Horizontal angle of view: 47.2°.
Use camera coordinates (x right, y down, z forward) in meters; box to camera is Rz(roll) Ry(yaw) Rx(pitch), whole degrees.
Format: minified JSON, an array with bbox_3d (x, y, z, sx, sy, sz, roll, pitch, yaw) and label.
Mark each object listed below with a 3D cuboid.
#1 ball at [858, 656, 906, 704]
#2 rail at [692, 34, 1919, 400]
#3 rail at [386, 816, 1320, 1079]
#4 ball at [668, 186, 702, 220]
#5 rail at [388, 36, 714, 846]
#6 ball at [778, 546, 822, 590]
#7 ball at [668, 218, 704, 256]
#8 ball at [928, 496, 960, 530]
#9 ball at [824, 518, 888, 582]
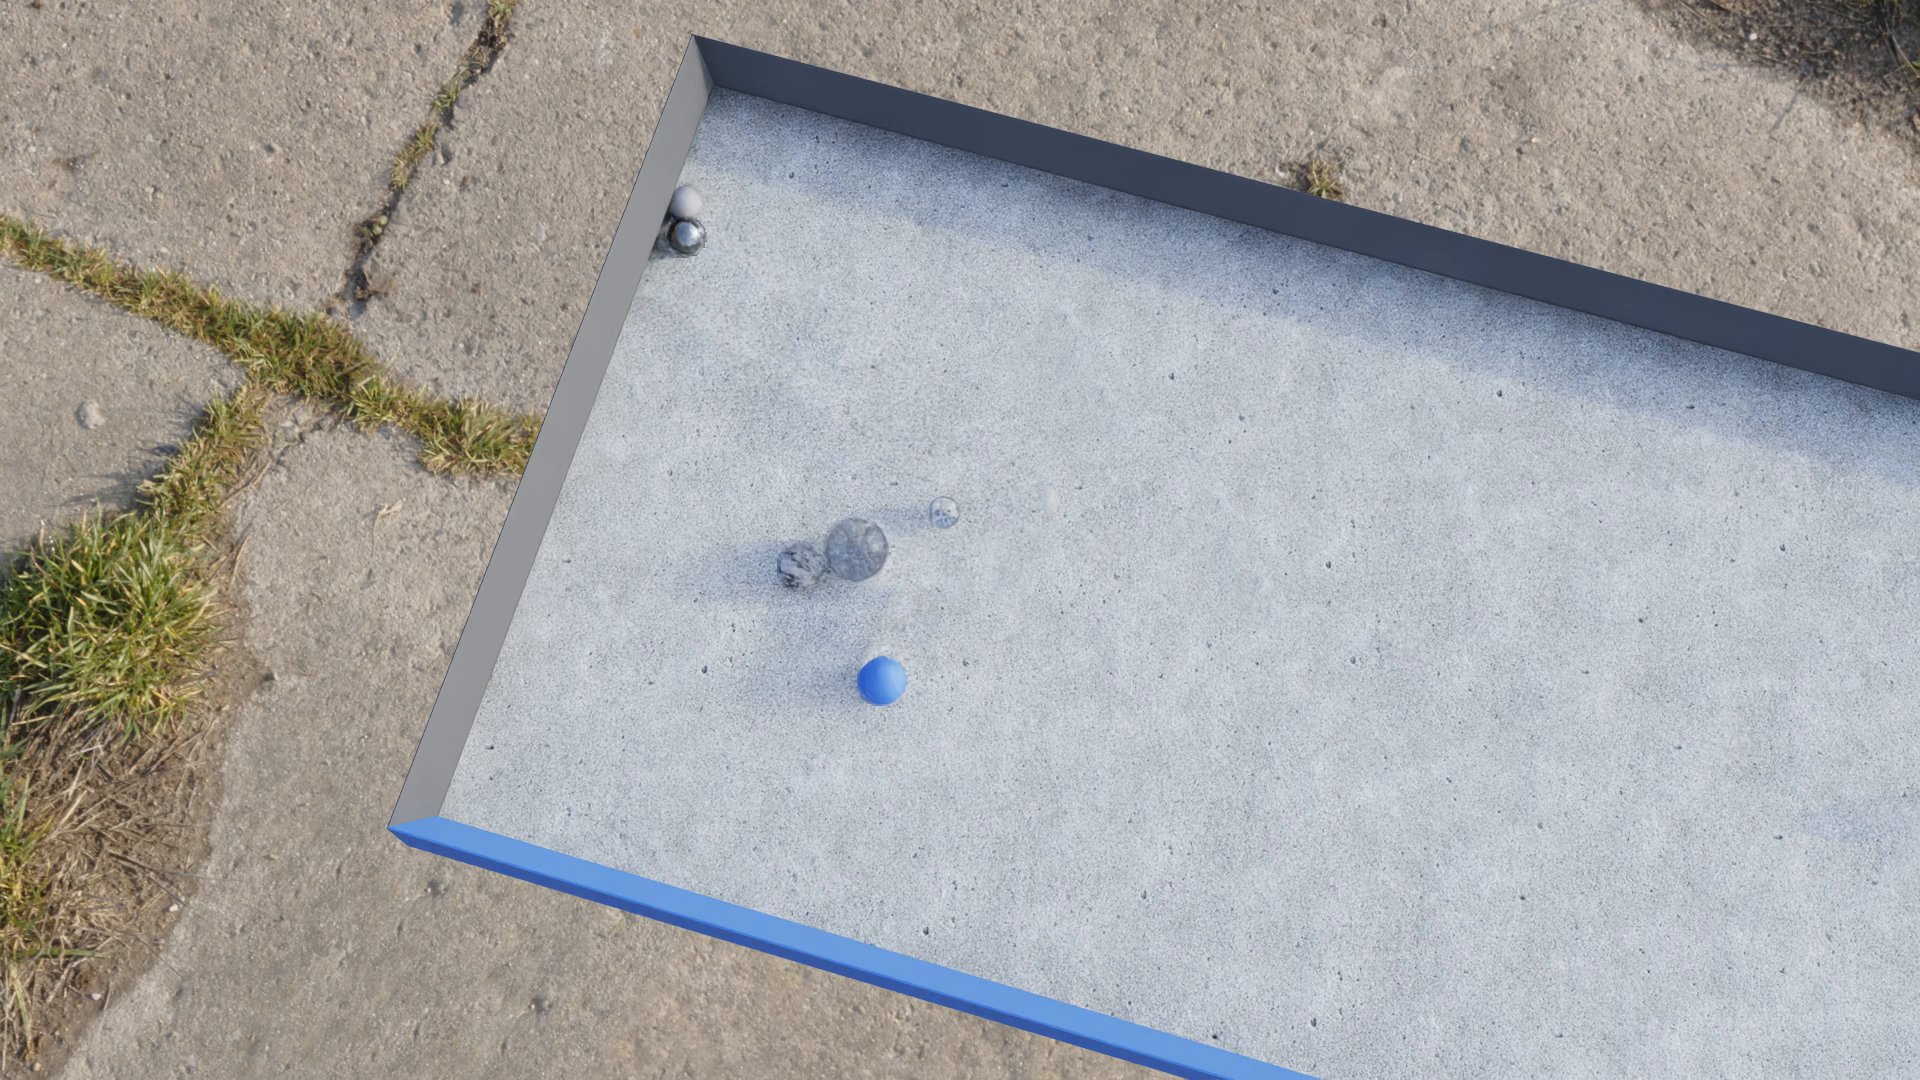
[{"bbox_3d":[-0.118,0.214,3.346,0.073,0.073,0.073,0,71,0],"label":"ball"},{"bbox_3d":[0.822,-0.436,3.540,2.646,0.129,0.045,16,72,5],"label":"rail"},{"bbox_3d":[0.446,0.770,3.123,2.646,0.129,0.045,16,72,5],"label":"rail"},{"bbox_3d":[-0.453,-0.554,3.619,0.059,0.059,0.059,0,71,0],"label":"ball"},{"bbox_3d":[-0.612,-0.180,3.451,0.045,0.129,1.377,16,72,5],"label":"rail"},{"bbox_3d":[-0.247,0.044,3.407,0.069,0.069,0.069,0,71,0],"label":"ball"},{"bbox_3d":[-0.449,-0.496,3.598,0.060,0.060,0.060,0,71,0],"label":"ball"},{"bbox_3d":[-0.025,-0.043,3.446,0.052,0.052,0.052,0,71,0],"label":"ball"},{"bbox_3d":[-0.160,0.015,3.401,0.099,0.099,0.099,0,71,0],"label":"ball"}]
